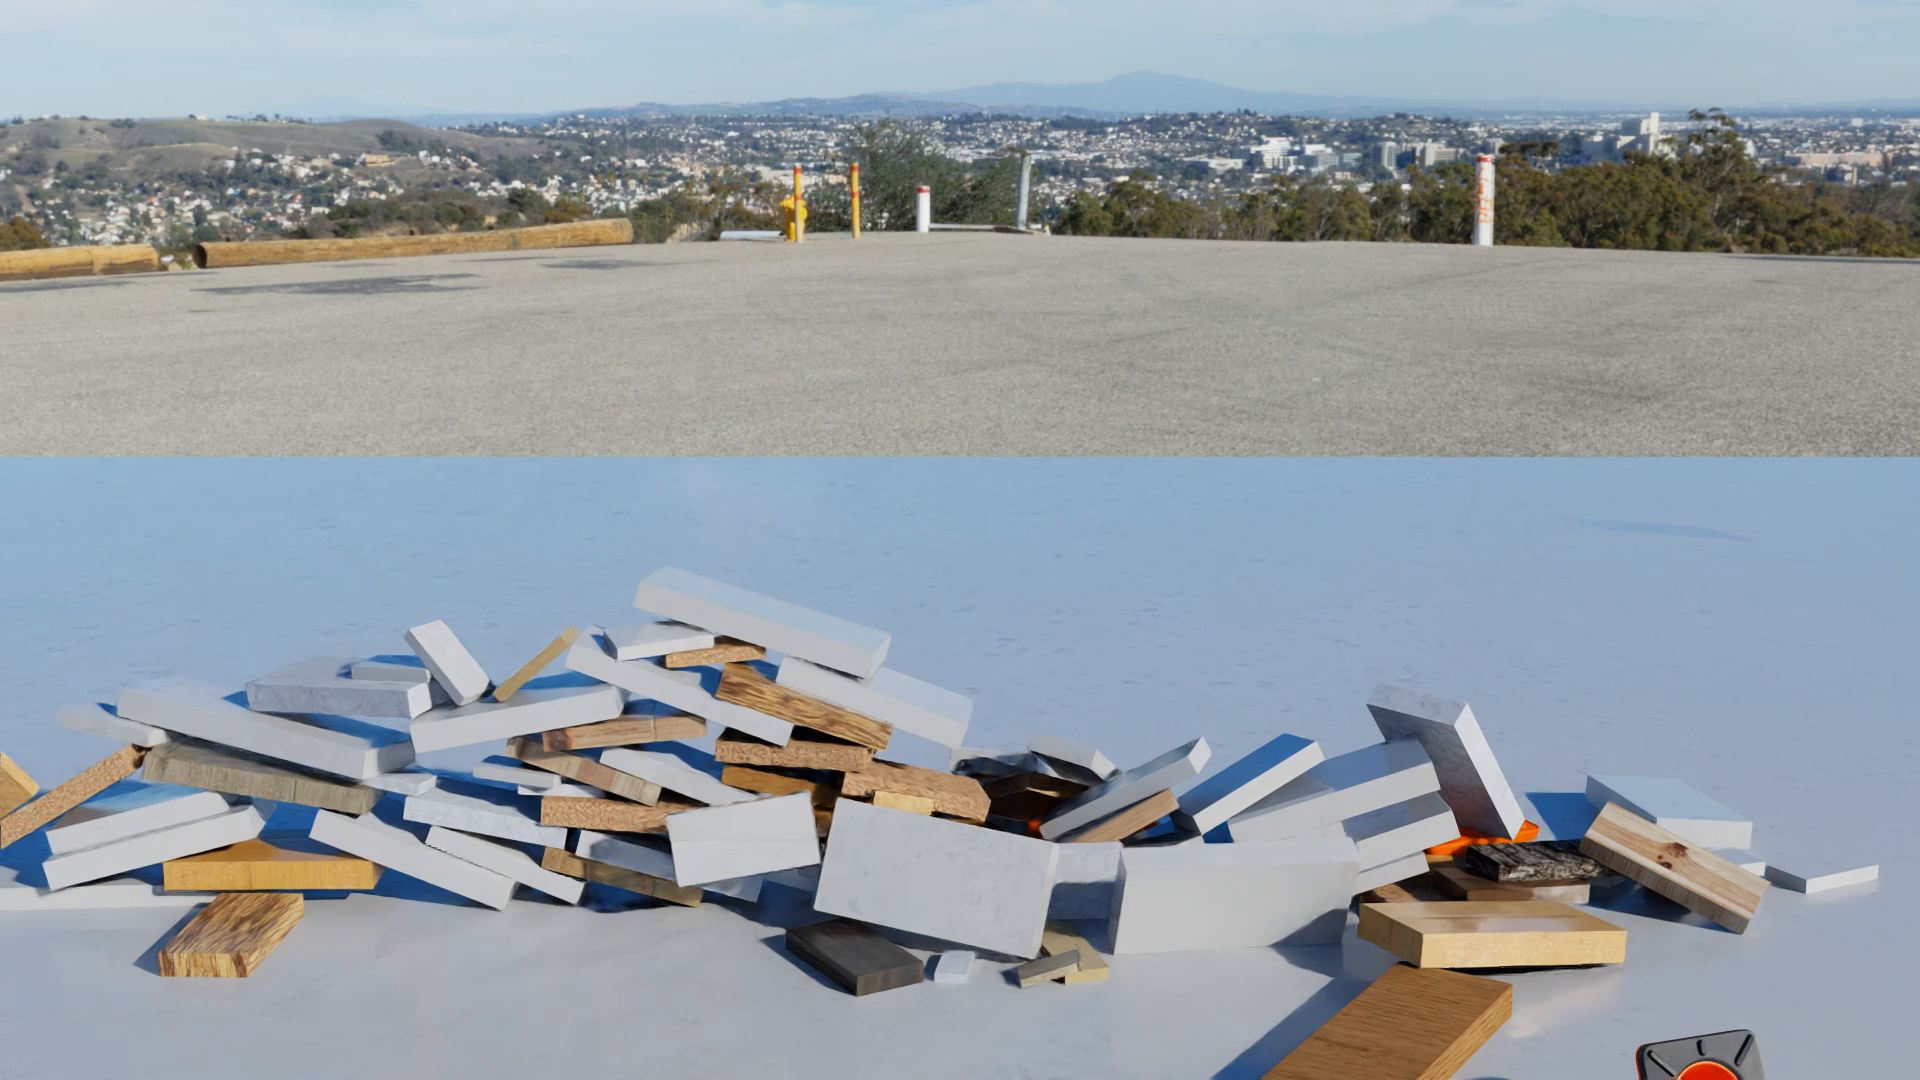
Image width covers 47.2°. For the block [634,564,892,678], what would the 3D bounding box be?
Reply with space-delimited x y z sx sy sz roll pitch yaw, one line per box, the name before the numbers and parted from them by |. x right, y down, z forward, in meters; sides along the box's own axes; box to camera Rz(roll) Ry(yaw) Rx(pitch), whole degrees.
block | -0.322 0.132 3.620 0.400 0.045 0.158 17 11 6

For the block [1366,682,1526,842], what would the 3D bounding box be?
block | 0.834 0.381 3.770 0.171 0.342 0.048 13 58 42

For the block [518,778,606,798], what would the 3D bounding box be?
block | -0.652 0.401 3.615 0.140 0.020 0.070 3 10 -7

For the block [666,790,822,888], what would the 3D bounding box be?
block | -0.339 0.468 3.455 0.226 0.113 0.032 -10 2 1

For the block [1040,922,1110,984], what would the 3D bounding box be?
block | 0.165 0.633 3.381 0.070 0.020 0.202 -3 11 -14

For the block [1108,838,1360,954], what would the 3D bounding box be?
block | 0.420 0.549 3.390 0.364 0.179 0.051 -2 37 -9

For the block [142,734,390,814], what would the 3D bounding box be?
block | -1.143 0.386 3.639 0.367 0.041 0.144 9 9 0

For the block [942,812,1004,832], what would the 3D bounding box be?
block | -0.017 0.525 3.907 0.143 0.040 0.285 -5 12 -24

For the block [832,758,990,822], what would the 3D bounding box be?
block | -0.081 0.402 3.600 0.244 0.035 0.122 13 8 -13

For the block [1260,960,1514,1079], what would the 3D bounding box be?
block | 0.541 0.704 2.924 0.171 0.048 0.670 7 12 32

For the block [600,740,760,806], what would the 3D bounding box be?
block | -0.453 0.377 3.618 0.260 0.037 0.130 21 11 -2

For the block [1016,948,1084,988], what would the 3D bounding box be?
block | 0.135 0.640 3.284 0.096 0.014 0.048 -17 14 0

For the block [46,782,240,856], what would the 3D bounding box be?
block | -1.348 0.447 3.653 0.287 0.041 0.144 -14 11 -2

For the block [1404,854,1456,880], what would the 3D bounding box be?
block | 0.732 0.563 3.733 0.211 0.030 0.105 1 11 7

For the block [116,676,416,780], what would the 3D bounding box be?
block | -1.155 0.310 3.672 0.467 0.047 0.165 12 7 15

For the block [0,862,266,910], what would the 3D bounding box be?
block | -1.436 0.572 3.660 0.546 0.038 0.133 -1 11 -4

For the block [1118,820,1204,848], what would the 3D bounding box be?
block | 0.280 0.532 3.653 0.247 0.035 0.124 -20 10 -1

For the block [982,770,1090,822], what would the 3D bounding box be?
block | 0.119 0.459 3.932 0.119 0.034 0.238 17 -21 -23

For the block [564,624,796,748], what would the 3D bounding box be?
block | -0.444 0.235 3.576 0.376 0.040 0.143 20 11 -1

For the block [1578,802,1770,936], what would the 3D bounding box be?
block | 1.157 0.530 3.566 0.280 0.034 0.119 27 37 23

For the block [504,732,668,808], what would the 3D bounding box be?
block | -0.607 0.362 3.622 0.260 0.037 0.130 19 11 0

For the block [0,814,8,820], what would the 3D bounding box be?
block | -1.690 0.499 3.760 0.089 0.177 0.025 -12 60 -48

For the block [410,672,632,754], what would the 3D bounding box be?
block | -0.709 0.272 3.574 0.330 0.047 0.165 -10 12 2

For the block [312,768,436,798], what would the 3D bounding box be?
block | -0.964 0.387 3.623 0.185 0.020 0.070 11 9 10

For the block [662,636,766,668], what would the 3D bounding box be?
block | -0.402 0.179 3.585 0.161 0.023 0.081 -5 14 -12

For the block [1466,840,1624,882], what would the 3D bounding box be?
block | 1.017 0.525 3.626 0.349 0.030 0.105 0 10 -17

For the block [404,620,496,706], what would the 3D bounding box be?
block | -0.829 0.199 3.574 0.151 0.021 0.076 48 29 14

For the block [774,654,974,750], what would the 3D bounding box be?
block | -0.137 0.249 3.605 0.315 0.045 0.157 20 12 1

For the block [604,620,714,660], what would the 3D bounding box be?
block | -0.487 0.159 3.558 0.161 0.023 0.081 -7 23 -24

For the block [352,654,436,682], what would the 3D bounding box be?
block | -0.913 0.211 3.609 0.151 0.021 0.076 1 14 24

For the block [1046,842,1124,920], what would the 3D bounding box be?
block | 0.143 0.551 3.542 0.239 0.120 0.034 -1 17 -5

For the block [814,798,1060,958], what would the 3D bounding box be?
block | -0.037 0.524 3.422 0.357 0.179 0.051 10 -7 18

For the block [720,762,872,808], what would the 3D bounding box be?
block | -0.264 0.392 3.622 0.244 0.035 0.122 13 11 -1

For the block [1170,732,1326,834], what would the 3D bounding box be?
block | 0.473 0.404 3.661 0.247 0.035 0.124 -29 9 -14

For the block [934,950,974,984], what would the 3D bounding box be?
block | -0.008 0.646 3.331 0.048 0.014 0.096 2 11 8

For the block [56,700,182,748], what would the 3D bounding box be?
block | -1.401 0.306 3.667 0.177 0.025 0.089 11 9 15

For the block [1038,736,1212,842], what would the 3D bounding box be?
block | 0.278 0.422 3.705 0.294 0.034 0.120 -28 2 21

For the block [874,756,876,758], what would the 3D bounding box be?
block | -0.227 0.475 3.976 0.249 0.032 0.113 -20 37 -29
